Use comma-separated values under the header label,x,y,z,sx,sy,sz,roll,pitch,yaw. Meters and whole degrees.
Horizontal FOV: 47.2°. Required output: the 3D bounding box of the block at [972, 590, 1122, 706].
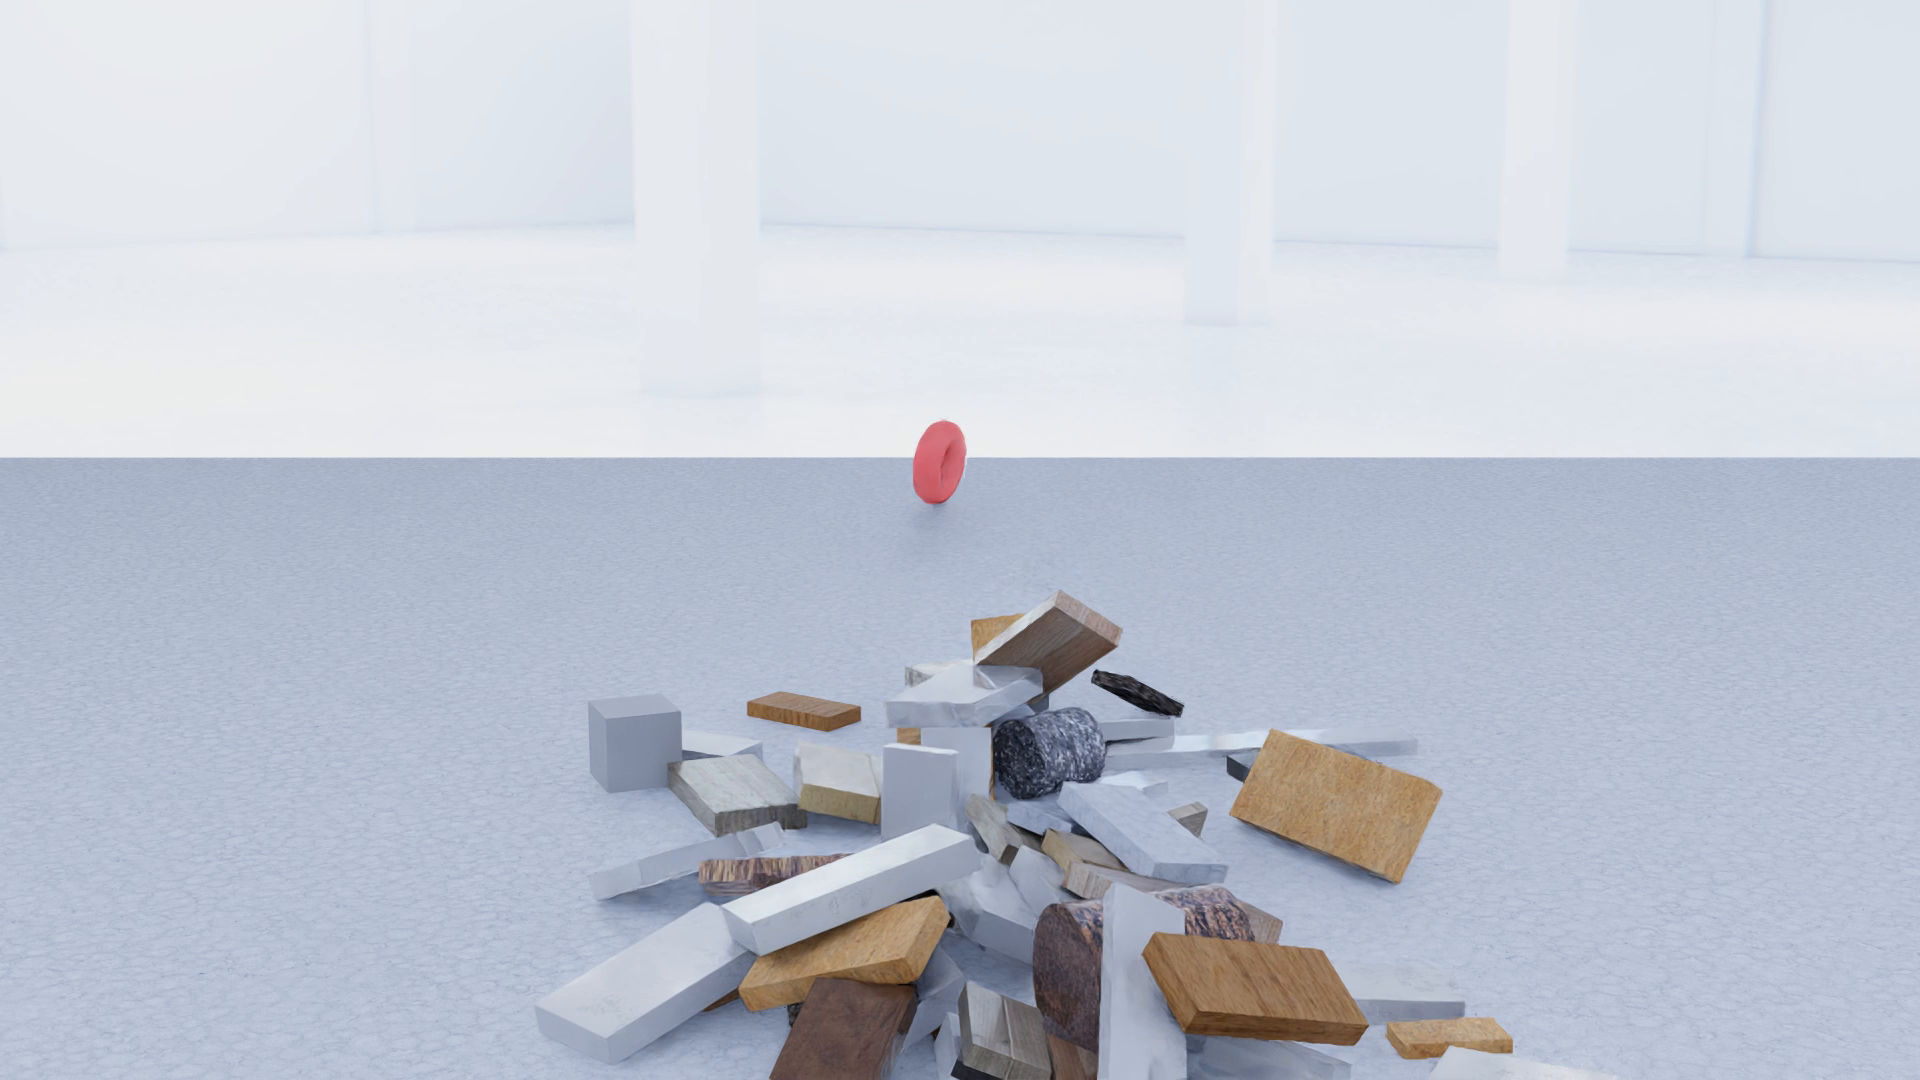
label,x,y,z,sx,sy,sz,roll,pitch,yaw
block,0.168,0.214,4.315,0.152,0.043,0.304,32,-39,-15

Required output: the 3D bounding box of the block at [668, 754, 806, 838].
label,x,y,z,sx,sy,sz,roll,pitch,yaw
block,-0.423,0.478,4.137,0.171,0.049,0.343,-4,11,-22

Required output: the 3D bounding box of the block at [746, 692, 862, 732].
label,x,y,z,sx,sy,sz,roll,pitch,yaw
block,-0.338,0.370,4.763,0.226,0.032,0.113,7,13,35

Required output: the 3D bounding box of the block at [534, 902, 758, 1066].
label,x,y,z,sx,sy,sz,roll,pitch,yaw
block,-0.427,0.629,3.142,0.162,0.046,0.325,11,27,42

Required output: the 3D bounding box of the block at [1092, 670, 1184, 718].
label,x,y,z,sx,sy,sz,roll,pitch,yaw
block,0.382,0.331,4.726,0.100,0.028,0.201,8,-15,45

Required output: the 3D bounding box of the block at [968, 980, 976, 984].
label,x,y,z,sx,sy,sz,roll,pitch,yaw
block,-0.052,0.650,3.178,0.142,0.020,0.071,2,17,44

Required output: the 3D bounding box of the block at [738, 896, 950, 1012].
label,x,y,z,sx,sy,sz,roll,pitch,yaw
block,-0.161,0.577,3.067,0.279,0.040,0.140,-16,21,28

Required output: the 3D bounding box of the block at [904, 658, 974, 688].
label,x,y,z,sx,sy,sz,roll,pitch,yaw
block,0.011,0.295,4.576,0.152,0.043,0.304,-5,7,-22

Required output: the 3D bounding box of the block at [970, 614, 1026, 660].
label,x,y,z,sx,sy,sz,roll,pitch,yaw
block,0.123,0.203,4.481,0.201,0.100,0.028,-8,-10,20

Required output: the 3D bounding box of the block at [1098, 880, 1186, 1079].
label,x,y,z,sx,sy,sz,roll,pitch,yaw
block,0.227,0.588,2.723,0.104,0.030,0.414,25,31,-10

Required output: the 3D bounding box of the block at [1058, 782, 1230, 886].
label,x,y,z,sx,sy,sz,roll,pitch,yaw
block,0.299,0.484,3.628,0.147,0.042,0.294,7,16,-31

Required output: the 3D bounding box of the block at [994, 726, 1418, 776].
label,x,y,z,sx,sy,sz,roll,pitch,yaw
block,0.442,0.428,4.454,0.979,0.032,0.113,-2,11,-10

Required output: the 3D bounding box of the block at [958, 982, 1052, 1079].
label,x,y,z,sx,sy,sz,roll,pitch,yaw
block,0.054,0.627,2.779,0.104,0.030,0.209,22,8,-5

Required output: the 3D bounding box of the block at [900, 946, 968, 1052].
label,x,y,z,sx,sy,sz,roll,pitch,yaw
block,-0.106,0.627,3.152,0.162,0.046,0.325,-31,19,-12

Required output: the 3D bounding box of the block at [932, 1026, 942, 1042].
label,x,y,z,sx,sy,sz,roll,pitch,yaw
block,-0.011,0.678,3.139,0.071,0.020,0.142,-2,11,-9

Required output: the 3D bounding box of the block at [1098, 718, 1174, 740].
label,x,y,z,sx,sy,sz,roll,pitch,yaw
block,0.300,0.390,4.507,0.254,0.036,0.127,0,-4,-32

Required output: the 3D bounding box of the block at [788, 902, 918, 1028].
label,x,y,z,sx,sy,sz,roll,pitch,yaw
block,-0.164,0.592,3.173,0.174,0.049,0.347,-26,18,2

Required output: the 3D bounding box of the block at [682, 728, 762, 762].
label,x,y,z,sx,sy,sz,roll,pitch,yaw
block,-0.541,0.424,4.462,0.254,0.036,0.127,6,12,28

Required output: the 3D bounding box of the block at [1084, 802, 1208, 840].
label,x,y,z,sx,sy,sz,roll,pitch,yaw
block,0.302,0.524,3.762,0.309,0.092,0.026,-10,34,-42

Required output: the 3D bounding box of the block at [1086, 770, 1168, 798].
label,x,y,z,sx,sy,sz,roll,pitch,yaw
block,0.300,0.479,4.194,0.185,0.026,0.092,-9,14,-39

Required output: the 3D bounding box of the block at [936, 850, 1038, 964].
label,x,y,z,sx,sy,sz,roll,pitch,yaw
block,0.059,0.565,3.425,0.176,0.050,0.352,25,5,-18

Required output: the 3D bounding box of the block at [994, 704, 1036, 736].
label,x,y,z,sx,sy,sz,roll,pitch,yaw
block,0.079,0.375,4.459,0.152,0.043,0.304,-5,17,-19

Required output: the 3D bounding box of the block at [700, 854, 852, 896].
label,x,y,z,sx,sy,sz,roll,pitch,yaw
block,-0.293,0.549,3.601,0.251,0.036,0.126,-3,-19,0

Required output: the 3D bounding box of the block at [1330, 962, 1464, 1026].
label,x,y,z,sx,sy,sz,roll,pitch,yaw
block,0.585,0.659,3.194,0.272,0.039,0.136,1,11,5

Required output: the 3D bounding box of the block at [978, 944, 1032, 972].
label,x,y,z,sx,sy,sz,roll,pitch,yaw
block,0.062,0.611,3.392,0.086,0.024,0.172,25,5,-14

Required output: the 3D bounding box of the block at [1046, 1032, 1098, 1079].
label,x,y,z,sx,sy,sz,roll,pitch,yaw
block,0.193,0.718,2.649,0.174,0.049,0.347,25,7,-9

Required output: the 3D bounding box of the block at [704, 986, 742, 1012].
label,x,y,z,sx,sy,sz,roll,pitch,yaw
block,-0.330,0.626,3.347,0.162,0.046,0.325,8,13,37

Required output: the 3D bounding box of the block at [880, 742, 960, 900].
label,x,y,z,sx,sy,sz,roll,pitch,yaw
block,-0.068,0.467,3.650,0.123,0.247,0.035,4,7,23

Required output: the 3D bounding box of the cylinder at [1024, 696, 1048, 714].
label,x,y,z,sx,sy,sz,roll,pitch,yaw
cylinder,0.113,0.285,4.850,0.168,0.168,0.168,0,11,0

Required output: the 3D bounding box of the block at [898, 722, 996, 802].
label,x,y,z,sx,sy,sz,roll,pitch,yaw
block,-0.026,0.422,4.078,0.178,0.050,0.356,-6,24,2

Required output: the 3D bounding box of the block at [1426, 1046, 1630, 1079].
label,x,y,z,sx,sy,sz,roll,pitch,yaw
block,0.750,0.723,2.848,0.272,0.039,0.136,5,12,26

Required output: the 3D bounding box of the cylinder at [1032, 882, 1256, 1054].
label,x,y,z,sx,sy,sz,roll,pitch,yaw
cylinder,0.251,0.597,2.987,0.235,0.235,0.235,-4,11,-20

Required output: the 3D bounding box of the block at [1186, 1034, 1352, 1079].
label,x,y,z,sx,sy,sz,roll,pitch,yaw
block,0.373,0.688,2.781,0.036,0.127,0.255,8,2,-43

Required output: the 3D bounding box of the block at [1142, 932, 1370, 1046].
label,x,y,z,sx,sy,sz,roll,pitch,yaw
block,0.376,0.571,2.795,0.272,0.039,0.136,11,30,-29

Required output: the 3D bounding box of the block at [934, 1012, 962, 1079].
label,x,y,z,sx,sy,sz,roll,pitch,yaw
block,0.078,0.724,2.638,0.174,0.049,0.556,21,8,-8

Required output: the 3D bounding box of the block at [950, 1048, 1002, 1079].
label,x,y,z,sx,sy,sz,roll,pitch,yaw
block,0.038,0.651,2.757,0.077,0.022,0.160,23,8,5

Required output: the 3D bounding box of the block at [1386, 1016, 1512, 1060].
label,x,y,z,sx,sy,sz,roll,pitch,yaw
block,0.680,0.692,3.058,0.155,0.022,0.077,-1,11,-8

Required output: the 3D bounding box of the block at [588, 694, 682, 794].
label,x,y,z,sx,sy,sz,roll,pitch,yaw
block,-0.636,0.397,4.305,0.148,0.148,0.148,-4,11,-22

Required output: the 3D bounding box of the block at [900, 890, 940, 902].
label,x,y,z,sx,sy,sz,roll,pitch,yaw
block,-0.076,0.568,3.470,0.086,0.024,0.172,12,-16,3

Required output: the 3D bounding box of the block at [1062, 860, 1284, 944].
label,x,y,z,sx,sy,sz,roll,pitch,yaw
block,0.331,0.564,3.407,0.323,0.042,0.147,17,0,-32

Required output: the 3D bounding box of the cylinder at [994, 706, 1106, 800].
label,x,y,z,sx,sy,sz,roll,pitch,yaw
cylinder,0.171,0.409,4.223,0.155,0.155,0.155,-8,13,-38

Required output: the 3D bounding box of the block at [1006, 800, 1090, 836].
label,x,y,z,sx,sy,sz,roll,pitch,yaw
block,0.223,0.491,3.823,0.126,0.036,0.340,18,4,33

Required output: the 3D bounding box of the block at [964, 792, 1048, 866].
label,x,y,z,sx,sy,sz,roll,pitch,yaw
block,0.095,0.505,3.708,0.123,0.035,0.247,25,6,-18

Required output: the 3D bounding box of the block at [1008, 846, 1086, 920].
label,x,y,z,sx,sy,sz,roll,pitch,yaw
block,0.197,0.579,3.391,0.176,0.050,0.352,25,5,-14

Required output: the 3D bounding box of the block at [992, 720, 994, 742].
label,x,y,z,sx,sy,sz,roll,pitch,yaw
block,-0.029,0.408,4.234,0.178,0.050,0.356,-4,24,5

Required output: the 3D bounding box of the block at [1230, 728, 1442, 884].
label,x,y,z,sx,sy,sz,roll,pitch,yaw
block,0.656,0.463,3.873,0.050,0.176,0.393,33,-10,-34

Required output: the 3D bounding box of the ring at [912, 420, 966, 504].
label,x,y,z,sx,sy,sz,roll,pitch,yaw
ring,-0.070,-0.262,7.418,0.096,0.289,0.289,13,15,23

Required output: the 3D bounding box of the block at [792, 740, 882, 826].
label,x,y,z,sx,sy,sz,roll,pitch,yaw
block,-0.221,0.453,4.123,0.171,0.049,0.343,12,6,-7

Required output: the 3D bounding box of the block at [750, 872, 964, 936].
label,x,y,z,sx,sy,sz,roll,pitch,yaw
block,-0.161,0.575,3.471,0.332,0.024,0.086,9,-17,13

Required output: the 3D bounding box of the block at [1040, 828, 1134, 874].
label,x,y,z,sx,sy,sz,roll,pitch,yaw
block,0.267,0.536,3.581,0.251,0.036,0.126,18,9,-29

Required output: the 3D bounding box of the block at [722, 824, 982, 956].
label,x,y,z,sx,sy,sz,roll,pitch,yaw
block,-0.157,0.499,3.160,0.343,0.049,0.171,-19,6,-19

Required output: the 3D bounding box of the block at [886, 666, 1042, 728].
label,x,y,z,sx,sy,sz,roll,pitch,yaw
block,0.013,0.299,4.201,0.178,0.050,0.355,0,8,22

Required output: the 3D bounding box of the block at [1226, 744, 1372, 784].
label,x,y,z,sx,sy,sz,roll,pitch,yaw
block,0.669,0.447,4.339,0.254,0.036,0.127,-3,11,-18

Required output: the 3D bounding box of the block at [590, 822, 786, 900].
label,x,y,z,sx,sy,sz,roll,pitch,yaw
block,-0.453,0.537,3.683,0.294,0.042,0.147,-10,-10,-43

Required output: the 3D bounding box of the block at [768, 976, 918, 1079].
label,x,y,z,sx,sy,sz,roll,pitch,yaw
block,-0.160,0.679,2.861,0.139,0.040,0.279,3,28,14

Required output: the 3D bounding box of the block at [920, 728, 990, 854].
label,x,y,z,sx,sy,sz,roll,pitch,yaw
block,-0.009,0.449,3.870,0.123,0.247,0.035,0,-32,1
